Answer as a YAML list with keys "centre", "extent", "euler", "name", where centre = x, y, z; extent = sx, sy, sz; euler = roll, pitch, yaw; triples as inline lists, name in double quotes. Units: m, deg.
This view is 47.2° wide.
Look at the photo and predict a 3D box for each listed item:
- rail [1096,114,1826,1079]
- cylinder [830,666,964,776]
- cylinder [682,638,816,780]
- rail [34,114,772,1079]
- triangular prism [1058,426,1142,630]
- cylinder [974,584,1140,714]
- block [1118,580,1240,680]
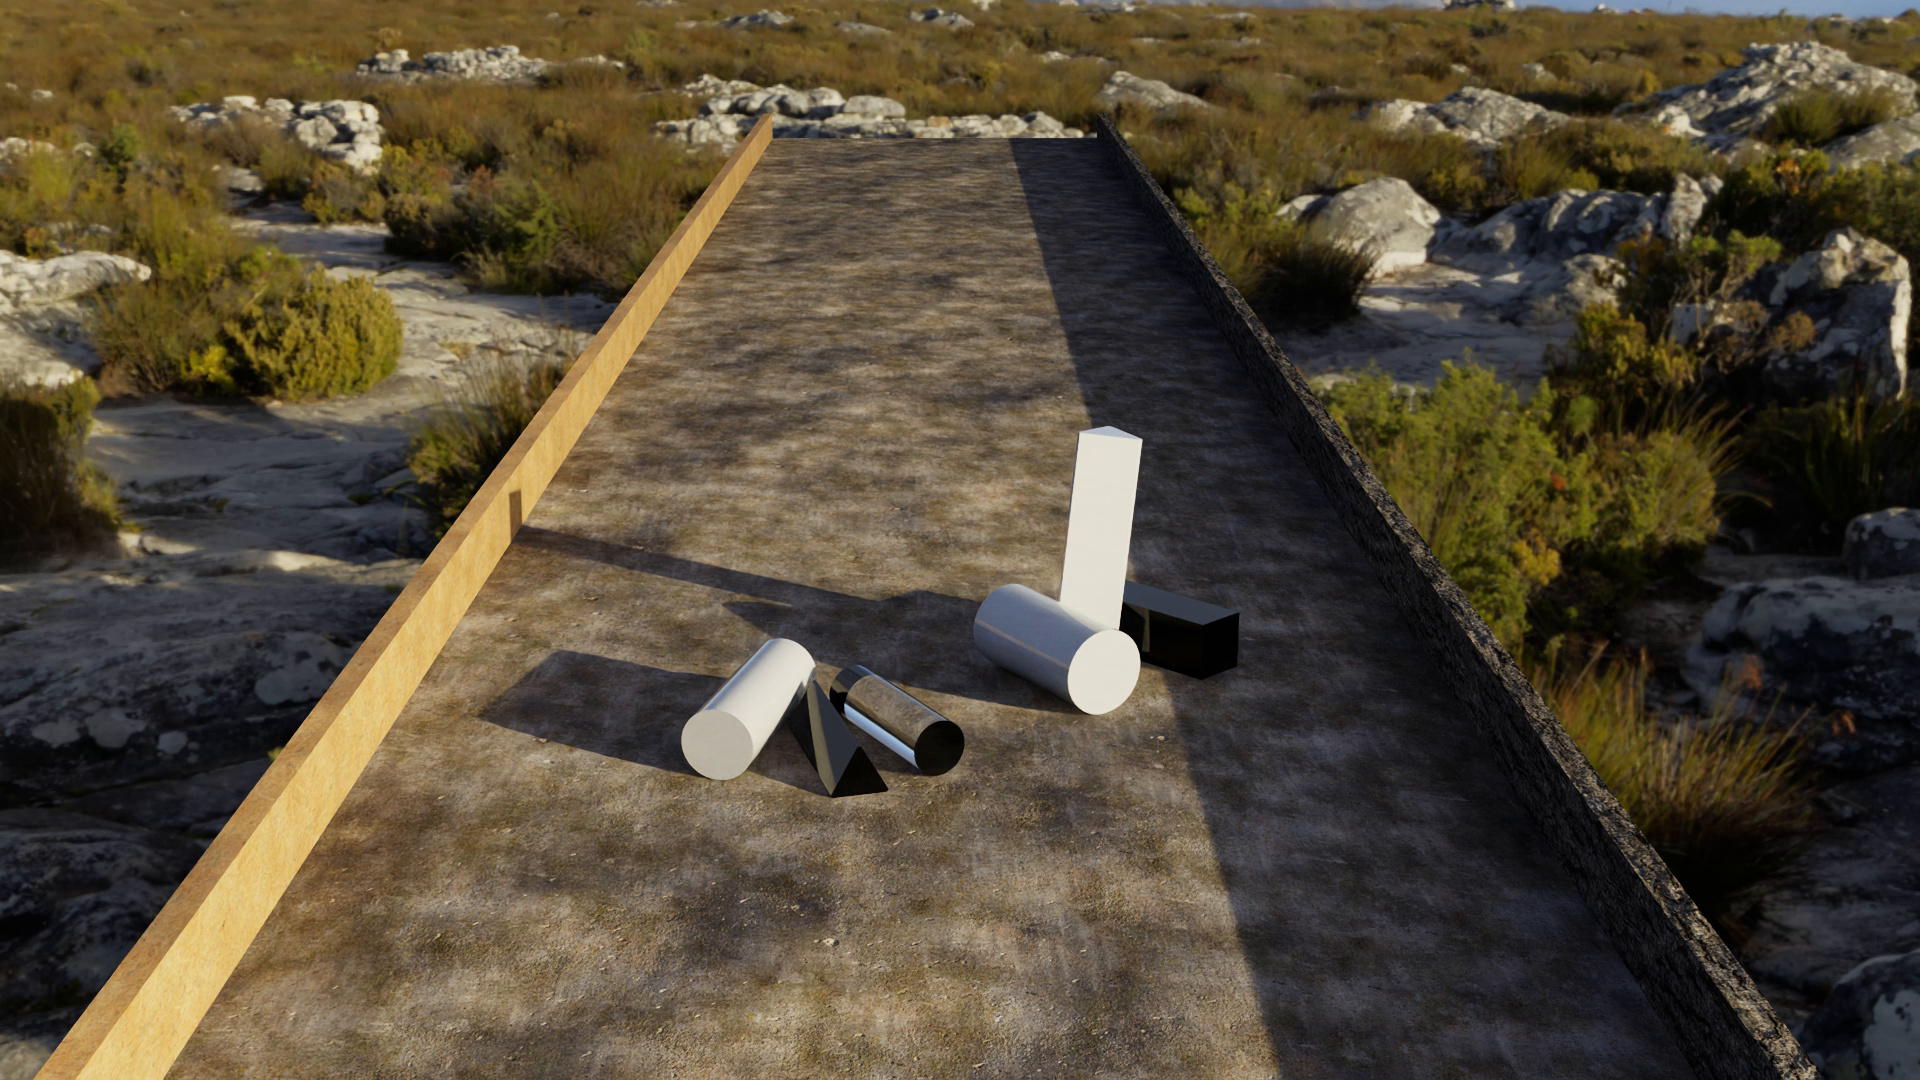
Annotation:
- centre: [0.932, -0.844, 7.801]
  extent: [0.050, 0.150, 12.000]
  euler: [0, 17, -1]
  name: "rail"
- centre: [-0.117, 0.322, 3.964]
  extent: [0.102, 0.102, 0.326]
  euler: [-9, 19, -29]
  name: "cylinder"
- centre: [-0.378, 0.301, 3.983]
  extent: [0.131, 0.131, 0.383]
  euler: [4, 17, 12]
  name: "cylinder"
- centre: [-1.118, -0.838, 7.780]
  extent: [0.050, 0.150, 12.000]
  euler: [0, 17, -1]
  name: "rail"
- centre: [0.273, 0.007, 4.393]
  extent: [0.123, 0.459, 0.107]
  euler: [6, 14, 2]
  name: "triangular prism"
- centre: [0.183, 0.207, 4.243]
  extent: [0.165, 0.165, 0.331]
  euler: [-10, 19, -30]
  name: "cylinder"
- centre: [0.398, 0.175, 4.438]
  extent: [0.113, 0.113, 0.326]
  euler: [-16, 23, -42]
  name: "block"
